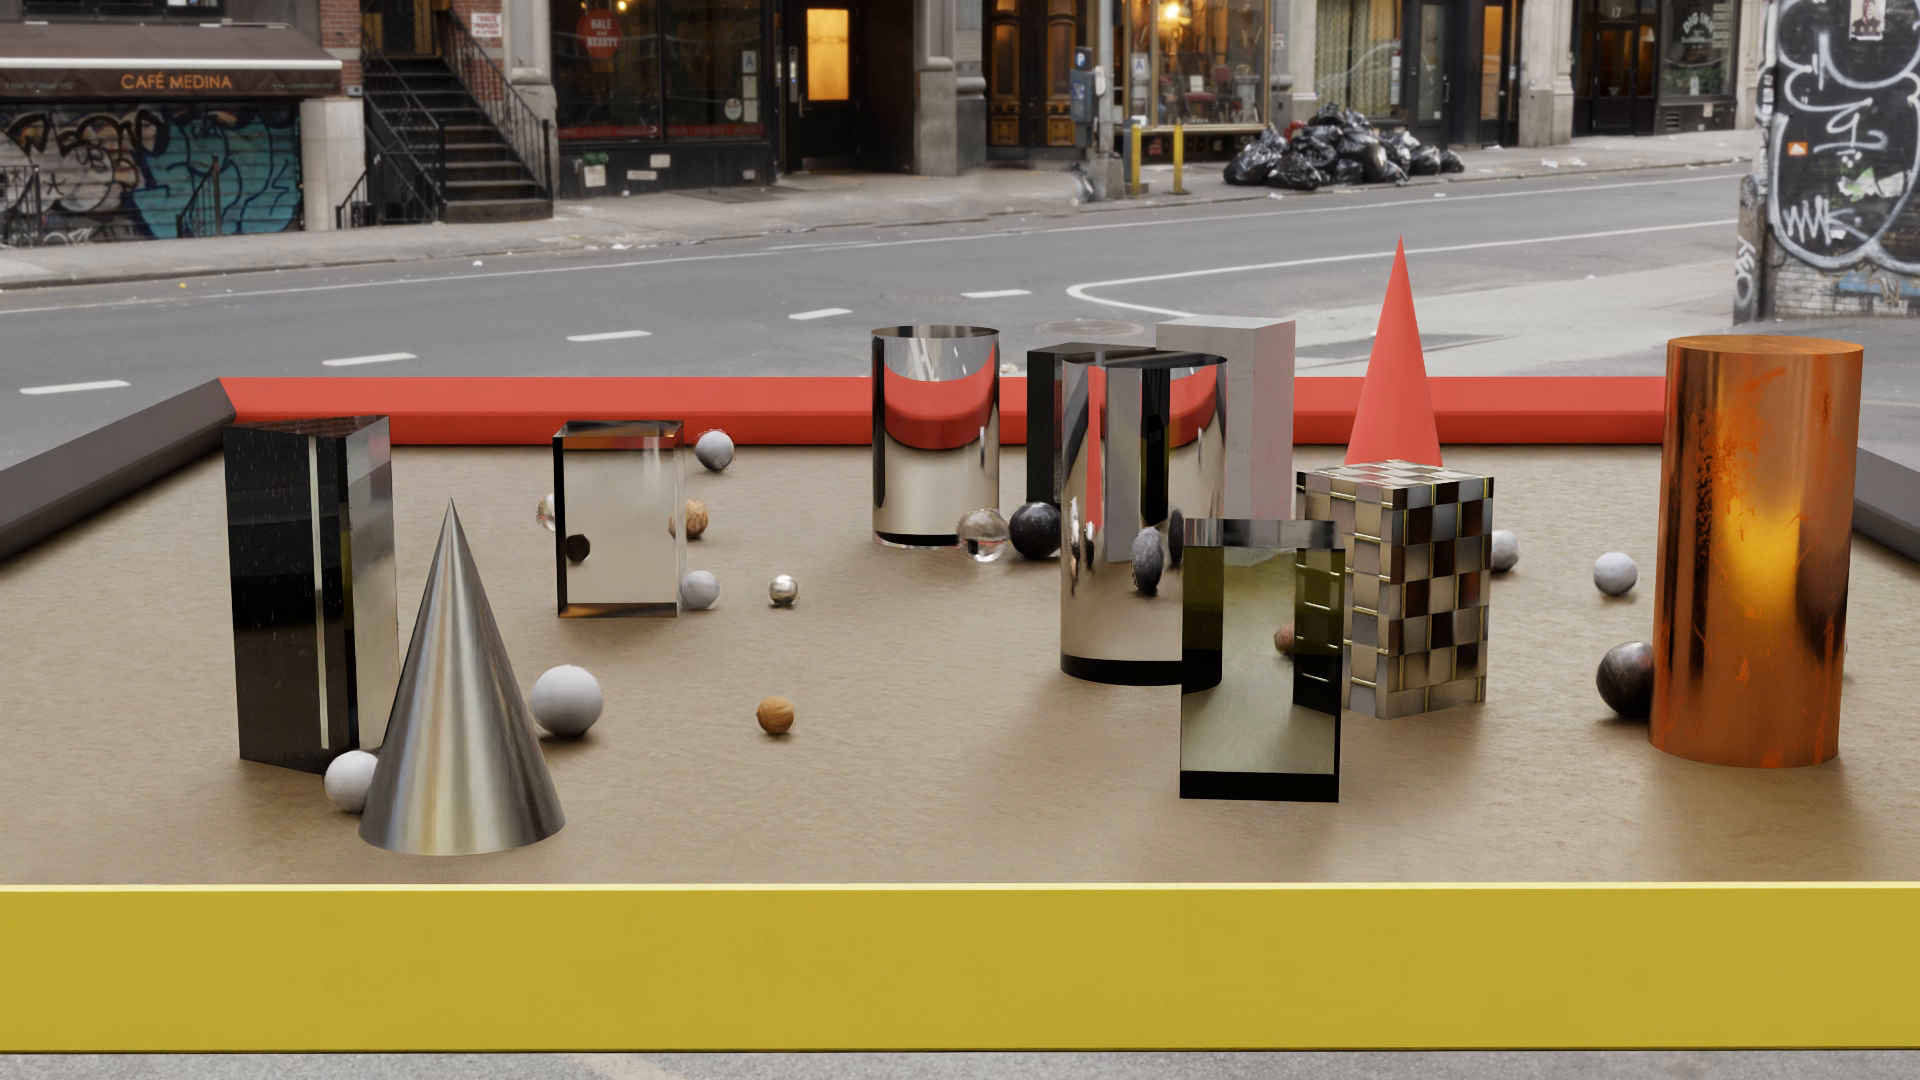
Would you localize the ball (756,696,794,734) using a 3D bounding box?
[{"bbox_3d":[-0.203,0.193,2.831,0.042,0.042,0.042,0,10,0],"label":"ball"}]

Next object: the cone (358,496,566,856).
[{"bbox_3d":[-0.483,0.117,2.463,0.198,0.325,0.198,0,10,0],"label":"cone"}]

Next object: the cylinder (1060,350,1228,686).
[{"bbox_3d":[0.221,-0.031,3.112,0.198,0.379,0.198,0,10,0],"label":"cylinder"}]

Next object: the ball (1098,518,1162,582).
[{"bbox_3d":[0.242,0.014,3.661,0.092,0.092,0.092,0,10,0],"label":"ball"}]

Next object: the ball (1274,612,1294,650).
[{"bbox_3d":[0.419,0.114,3.237,0.048,0.048,0.048,0,10,0],"label":"ball"}]

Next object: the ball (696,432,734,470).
[{"bbox_3d":[-0.446,-0.163,4.675,0.071,0.071,0.071,0,10,0],"label":"ball"}]

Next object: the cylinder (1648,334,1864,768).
[{"bbox_3d":[0.850,0.007,2.749,0.198,0.436,0.198,0,10,0],"label":"cylinder"}]

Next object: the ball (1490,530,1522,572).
[{"bbox_3d":[0.786,0.016,3.735,0.061,0.061,0.061,0,10,0],"label":"ball"}]

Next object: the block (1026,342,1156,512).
[{"bbox_3d":[0.218,-0.184,4.249,0.159,0.266,0.159,6,12,29],"label":"block"}]

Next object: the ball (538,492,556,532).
[{"bbox_3d":[-0.637,-0.044,4.053,0.062,0.062,0.062,0,10,0],"label":"ball"}]

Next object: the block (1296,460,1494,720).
[{"bbox_3d":[0.500,0.053,2.974,0.159,0.264,0.159,-7,13,-34],"label":"block"}]

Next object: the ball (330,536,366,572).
[{"bbox_3d":[-0.892,0.020,3.739,0.050,0.050,0.050,0,10,0],"label":"ball"}]

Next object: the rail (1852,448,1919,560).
[{"bbox_3d":[1.406,0.032,3.457,0.045,0.129,3.139,0,10,0],"label":"rail"}]

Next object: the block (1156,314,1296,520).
[{"bbox_3d":[0.402,-0.160,3.903,0.159,0.346,0.159,6,12,29],"label":"block"}]

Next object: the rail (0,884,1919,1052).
[{"bbox_3d":[0.009,0.314,1.929,2.860,0.129,0.045,0,10,0],"label":"rail"}]

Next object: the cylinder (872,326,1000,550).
[{"bbox_3d":[-0.038,-0.162,3.975,0.198,0.323,0.198,0,10,0],"label":"cylinder"}]

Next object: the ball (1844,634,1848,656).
[{"bbox_3d":[1.058,0.128,3.141,0.056,0.056,0.056,0,10,0],"label":"ball"}]

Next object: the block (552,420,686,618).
[{"bbox_3d":[-0.459,-0.030,3.481,0.159,0.244,0.159,0,10,-1],"label":"block"}]

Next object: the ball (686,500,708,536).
[{"bbox_3d":[-0.422,-0.034,4.010,0.058,0.058,0.058,0,10,0],"label":"ball"}]

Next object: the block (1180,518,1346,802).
[{"bbox_3d":[0.307,0.120,2.628,0.159,0.259,0.159,1,11,5],"label":"block"}]

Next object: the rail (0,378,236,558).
[{"bbox_3d":[-1.406,0.035,3.441,0.045,0.129,3.139,0,10,0],"label":"rail"}]

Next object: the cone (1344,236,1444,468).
[{"bbox_3d":[0.686,-0.247,4.036,0.198,0.467,0.198,0,10,0],"label":"cone"}]

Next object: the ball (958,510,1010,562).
[{"bbox_3d":[0.034,-0.006,3.808,0.078,0.078,0.078,0,10,0],"label":"ball"}]

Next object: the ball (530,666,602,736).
[{"bbox_3d":[-0.432,0.177,2.817,0.078,0.078,0.078,0,10,0],"label":"ball"}]

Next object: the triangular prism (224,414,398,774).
[{"bbox_3d":[-0.655,0.053,2.719,0.172,0.358,0.149,7,12,32],"label":"triangular prism"}]

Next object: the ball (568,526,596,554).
[{"bbox_3d":[-0.571,0.000,3.873,0.041,0.041,0.041,0,10,0],"label":"ball"}]

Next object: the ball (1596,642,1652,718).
[{"bbox_3d":[0.763,0.158,2.899,0.086,0.086,0.086,0,10,0],"label":"ball"}]

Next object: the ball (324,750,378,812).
[{"bbox_3d":[-0.597,0.238,2.534,0.060,0.060,0.060,0,10,0],"label":"ball"}]

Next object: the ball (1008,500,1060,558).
[{"bbox_3d":[0.115,-0.015,3.833,0.086,0.086,0.086,0,10,0],"label":"ball"}]

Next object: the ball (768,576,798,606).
[{"bbox_3d":[-0.241,0.069,3.505,0.041,0.041,0.041,0,10,0],"label":"ball"}]

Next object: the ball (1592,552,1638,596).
[{"bbox_3d":[0.912,0.046,3.571,0.060,0.060,0.060,0,10,0],"label":"ball"}]

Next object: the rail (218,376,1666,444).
[{"bbox_3d":[-0.009,-0.248,4.969,2.860,0.129,0.045,0,10,0],"label":"rail"}]

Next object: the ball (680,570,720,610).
[{"bbox_3d":[-0.353,0.068,3.477,0.053,0.053,0.053,0,10,0],"label":"ball"}]
